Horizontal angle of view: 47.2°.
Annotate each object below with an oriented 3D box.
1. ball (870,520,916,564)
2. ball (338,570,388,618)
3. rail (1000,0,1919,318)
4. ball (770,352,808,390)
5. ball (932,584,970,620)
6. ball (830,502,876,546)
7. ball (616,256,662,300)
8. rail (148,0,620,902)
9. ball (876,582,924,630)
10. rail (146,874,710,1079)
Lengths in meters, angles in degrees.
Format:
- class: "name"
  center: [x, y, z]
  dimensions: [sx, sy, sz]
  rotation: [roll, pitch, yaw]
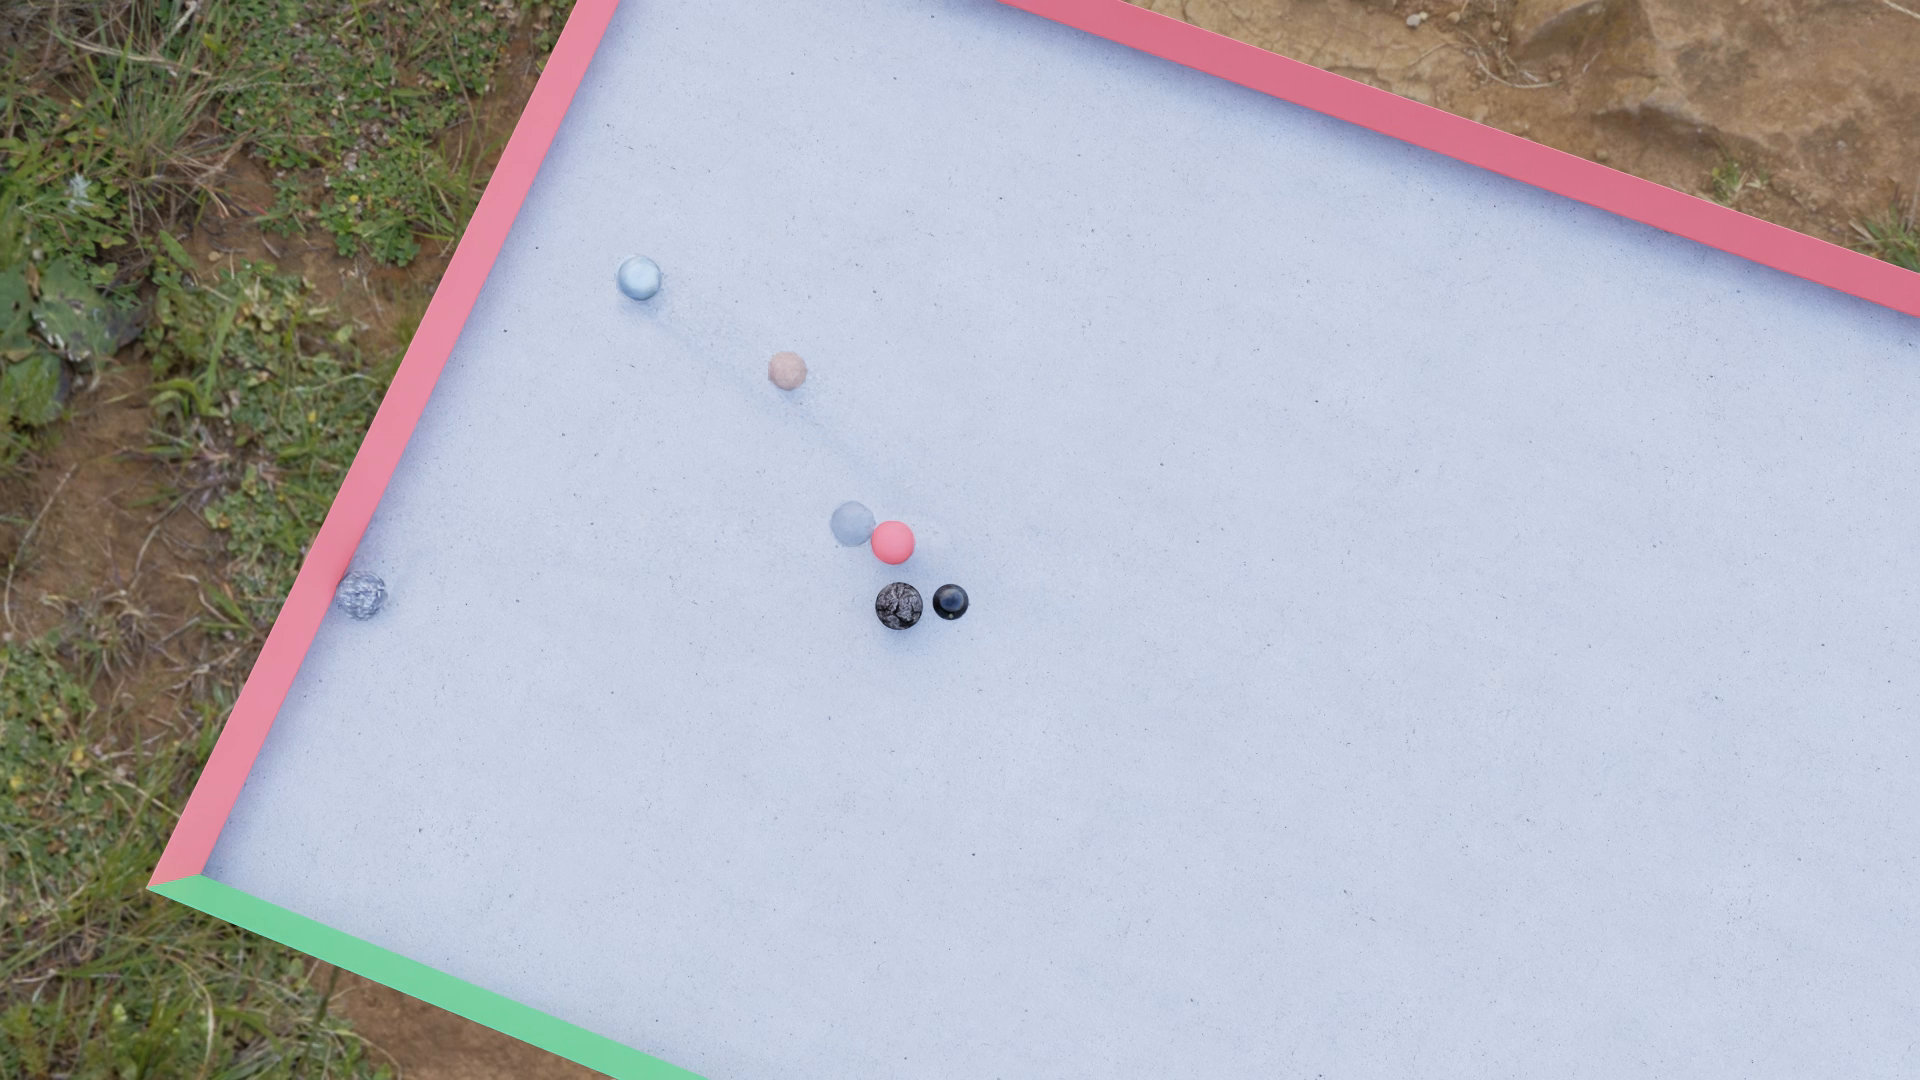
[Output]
- class: "ball"
  center: [-0.102, 0.004, 3.365]
  dimensions: [0.068, 0.068, 0.068]
  rotation: [0, 74, 0]
- class: "ball"
  center: [-0.908, 0.082, 3.340]
  dimensions: [0.073, 0.073, 0.073]
  rotation: [0, 74, 0]
- class: "rail"
  center: [1.161, -0.501, 3.495]
  dimensions: [3.589, 0.095, 0.045]
  rotation: [20, 75, 6]
- class: "ball"
  center: [-0.269, -0.264, 3.447]
  dimensions: [0.059, 0.059, 0.059]
  rotation: [0, 74, 0]
- class: "ball"
  center: [-0.014, 0.094, 3.345]
  dimensions: [0.056, 0.056, 0.056]
  rotation: [0, 74, 0]
- class: "ball"
  center: [-0.164, -0.025, 3.373]
  dimensions: [0.069, 0.069, 0.069]
  rotation: [0, 74, 0]
- class: "ball"
  center: [-0.508, -0.415, 3.484]
  dimensions: [0.071, 0.071, 0.071]
  rotation: [0, 74, 0]
- class: "rail"
  center: [-0.815, -0.306, 3.439]
  dimensions: [0.045, 0.095, 1.847]
  rotation: [20, 75, 6]
- class: "ball"
  center: [-0.092, 0.100, 3.335]
  dimensions: [0.073, 0.073, 0.073]
  rotation: [0, 74, 0]
- class: "rail"
  center: [0.513, 1.113, 3.031]
  dimensions: [3.589, 0.095, 0.045]
  rotation: [20, 75, 6]
